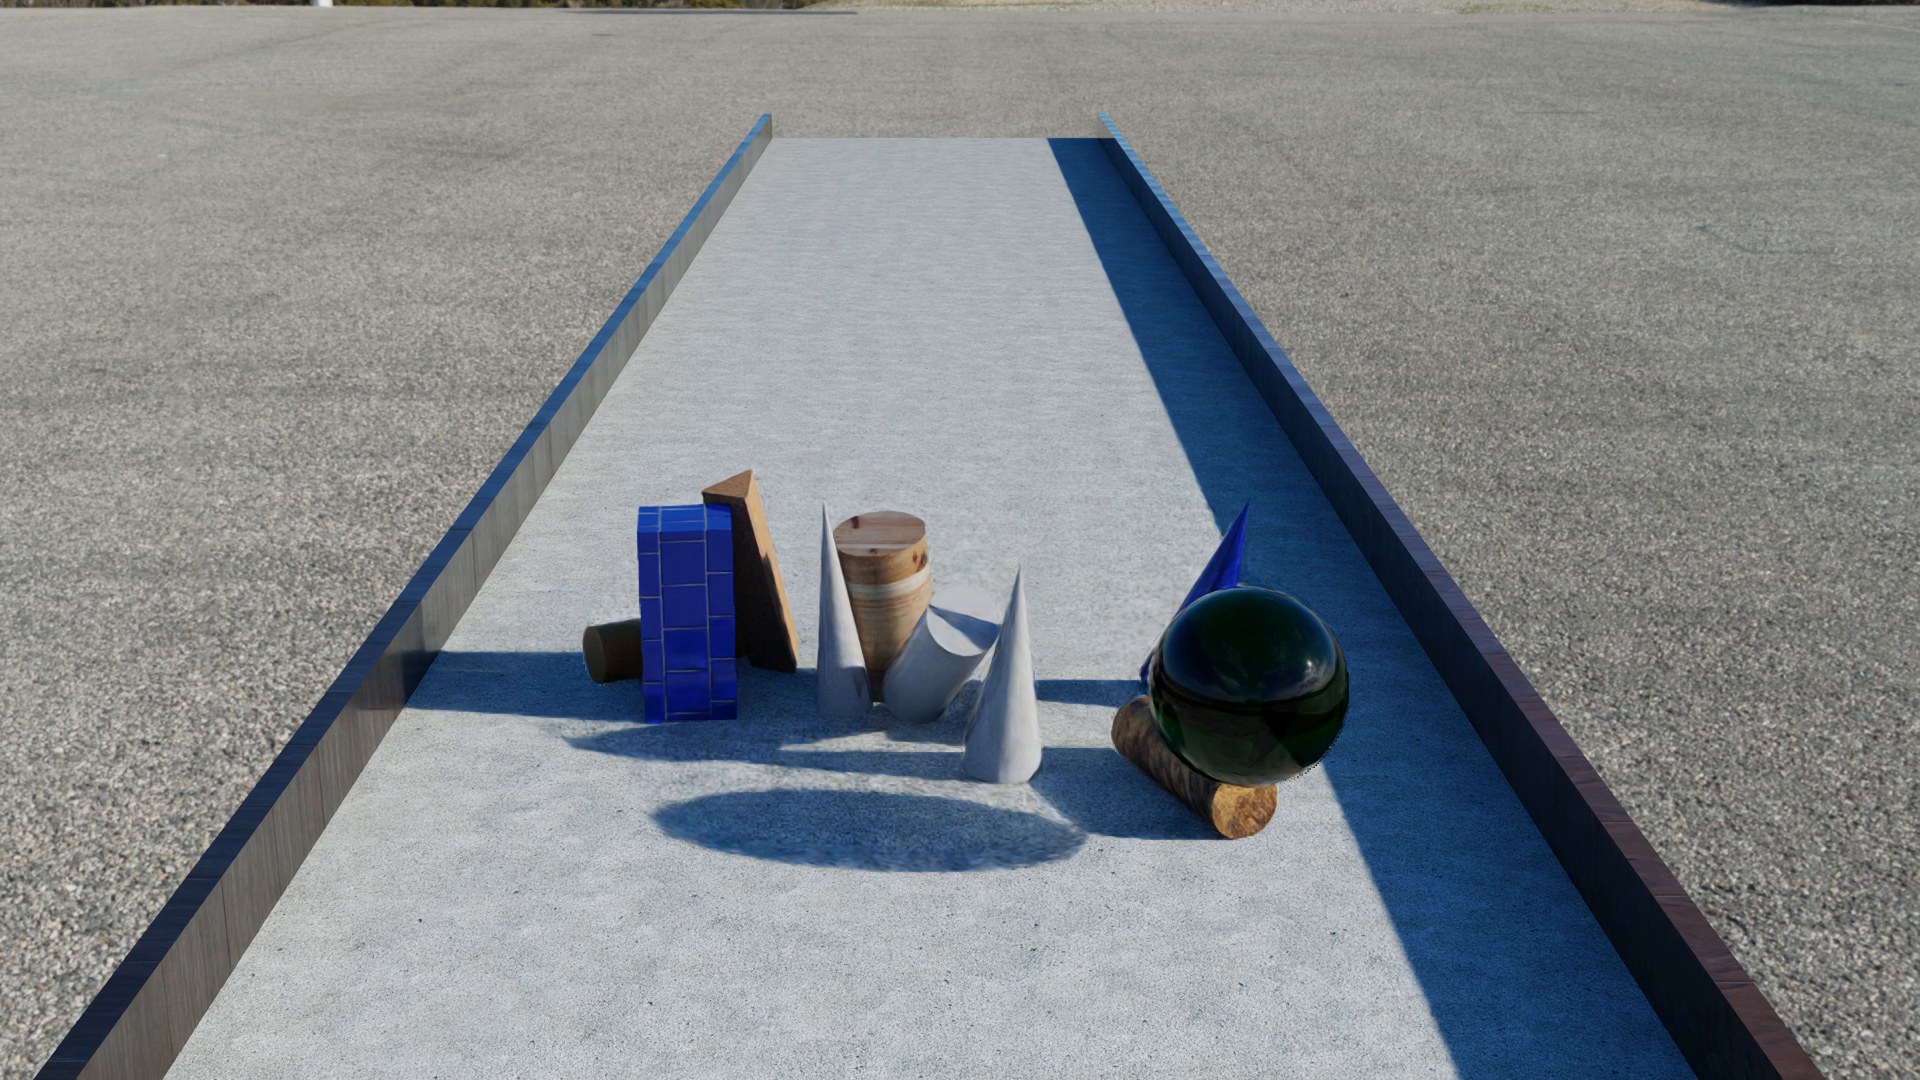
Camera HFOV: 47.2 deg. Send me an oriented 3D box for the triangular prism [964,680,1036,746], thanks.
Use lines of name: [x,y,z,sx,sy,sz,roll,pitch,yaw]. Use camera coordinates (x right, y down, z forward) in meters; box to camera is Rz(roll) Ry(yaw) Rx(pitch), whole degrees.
triangular prism: [0.077,0.284,4.102,0.105,0.091,0.311,2,17,6]

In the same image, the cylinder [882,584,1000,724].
cylinder: [-0.038,0.209,3.941,0.132,0.132,0.365,-5,-22,-17]

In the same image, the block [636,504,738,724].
block: [-0.510,0.136,4.116,0.171,0.371,0.171,-2,17,-7]

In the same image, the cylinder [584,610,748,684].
cylinder: [-0.566,0.199,4.357,0.337,0.114,0.114,-10,19,-29]

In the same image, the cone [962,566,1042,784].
cone: [0.088,0.215,3.794,0.142,0.389,0.142,4,23,-2]

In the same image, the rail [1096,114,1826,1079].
rail: [0.932,-0.844,7.801,0.050,0.150,12.000,0,17,-1]

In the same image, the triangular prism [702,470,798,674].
triangular prism: [-0.386,0.060,4.286,0.107,0.407,0.093,8,36,31]

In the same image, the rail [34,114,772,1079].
rail: [-1.118,-0.838,7.780,0.050,0.150,12.000,0,17,-1]

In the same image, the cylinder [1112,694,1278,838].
cylinder: [0.393,0.379,3.736,0.122,0.122,0.370,-7,18,-21]

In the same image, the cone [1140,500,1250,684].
cone: [0.477,0.099,4.124,0.165,0.407,0.165,14,25,-7]

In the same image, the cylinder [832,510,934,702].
cylinder: [-0.138,0.127,4.184,0.179,0.319,0.179,-5,28,2]

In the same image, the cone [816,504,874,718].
cone: [-0.232,0.116,4.058,0.111,0.431,0.111,-3,26,2]

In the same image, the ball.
ball: [0.450,0.229,3.439,0.314,0.314,0.314,0,17,0]
